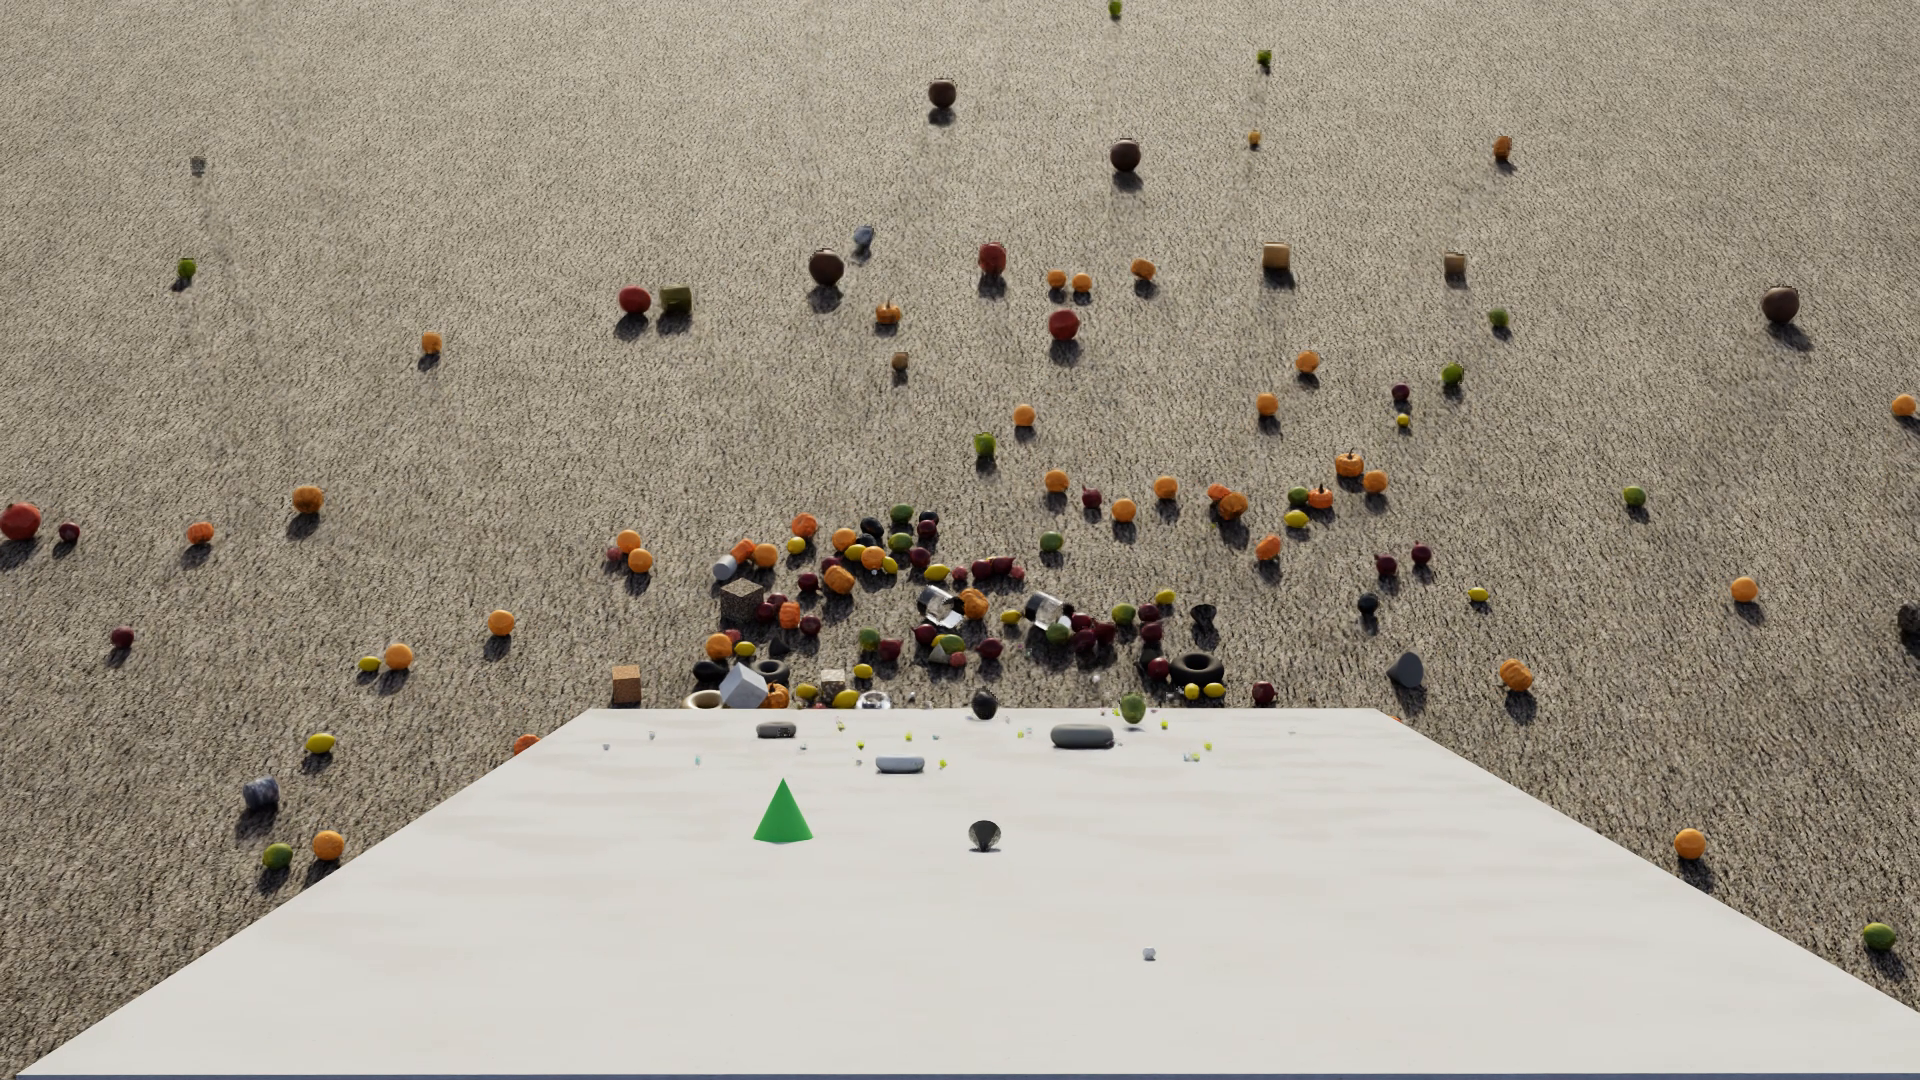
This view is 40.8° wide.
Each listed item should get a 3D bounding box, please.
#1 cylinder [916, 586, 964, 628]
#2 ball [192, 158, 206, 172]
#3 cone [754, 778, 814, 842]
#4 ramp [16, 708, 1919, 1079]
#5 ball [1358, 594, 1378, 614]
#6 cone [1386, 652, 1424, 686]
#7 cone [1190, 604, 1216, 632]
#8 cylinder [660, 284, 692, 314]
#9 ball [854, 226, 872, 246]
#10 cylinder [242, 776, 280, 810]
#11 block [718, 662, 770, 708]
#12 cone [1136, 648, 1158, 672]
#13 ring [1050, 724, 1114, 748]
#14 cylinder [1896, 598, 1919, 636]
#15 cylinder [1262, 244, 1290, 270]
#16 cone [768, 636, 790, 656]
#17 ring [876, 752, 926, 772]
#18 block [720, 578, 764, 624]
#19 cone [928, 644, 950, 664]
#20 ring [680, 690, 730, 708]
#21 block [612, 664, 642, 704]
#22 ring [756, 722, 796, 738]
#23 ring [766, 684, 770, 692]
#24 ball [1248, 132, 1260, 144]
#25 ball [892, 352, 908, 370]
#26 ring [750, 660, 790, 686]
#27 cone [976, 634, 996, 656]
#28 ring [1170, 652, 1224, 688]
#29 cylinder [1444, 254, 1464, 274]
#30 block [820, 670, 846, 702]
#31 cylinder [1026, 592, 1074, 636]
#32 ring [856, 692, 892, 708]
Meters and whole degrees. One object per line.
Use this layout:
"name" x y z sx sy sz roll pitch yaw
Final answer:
"cylinder" -0.054 0.186 7.170 0.094 0.094 0.094 -20 32 -35
"ball" -3.210 -1.581 10.869 0.056 0.056 0.056 0 26 0
"cone" -0.290 0.439 4.236 0.099 0.099 0.099 0 1 0
"ramp" 0.059 0.530 4.567 2.000 0.100 4.000 0 1 0
"ball" 1.142 0.180 7.224 0.057 0.057 0.057 0 26 0
"cone" 1.170 0.350 6.890 0.095 0.095 0.095 -20 4 -35
"cone" 0.678 0.230 7.149 0.075 0.075 0.075 -1 52 -2
"cylinder" -1.031 -0.875 9.365 0.094 0.094 0.094 -9 27 -18
"ball" -0.376 -1.177 10.010 0.076 0.076 0.076 0 26 0
"cylinder" -1.708 0.619 6.307 0.066 0.066 0.066 -19 32 -35
"block" -0.562 0.389 6.698 0.085 0.085 0.085 33 15 -27
"cone" 0.491 0.328 6.952 0.065 0.065 0.065 -20 6 -35
"ring" 0.267 0.429 5.661 0.140 0.047 0.140 1 0 0
"cylinder" 2.647 0.218 7.108 0.089 0.089 0.089 -20 32 -35
"cylinder" 1.198 -1.072 9.771 0.095 0.095 0.095 6 26 11
"cone" -0.483 0.294 7.025 0.057 0.057 0.057 18 17 -27
"ring" -0.120 0.448 5.194 0.100 0.033 0.100 1 0 0
"block" -0.609 0.170 7.212 0.086 0.086 0.086 21 33 37
"cone" -0.048 0.320 6.970 0.061 0.061 0.061 37 31 0
"ring" -0.656 0.439 6.699 0.149 0.050 0.149 -1 26 0
"block" -0.879 0.379 6.797 0.071 0.071 0.071 -5 26 -9
"ring" -0.420 0.432 5.883 0.093 0.031 0.093 -1 2 0
"ring" -0.544 0.397 6.808 0.087 0.029 0.087 0 24 0
"ball" 1.282 -1.750 11.221 0.055 0.055 0.055 0 26 0
"ball" -0.206 -0.612 8.858 0.061 0.061 0.061 0 26 0
"ring" -0.509 0.355 6.886 0.110 0.037 0.110 -1 26 0
"cone" 0.070 0.278 7.026 0.054 0.054 0.054 0 26 0
"ring" 0.632 0.348 6.889 0.148 0.049 0.148 -1 27 0
"cylinder" 1.866 -1.041 9.733 0.071 0.071 0.071 3 26 6
"block" -0.334 0.384 6.799 0.061 0.061 0.061 -2 26 -5
"cylinder" 0.248 0.202 7.135 0.095 0.095 0.095 -20 32 -36
"ring" -0.225 0.426 6.745 0.095 0.032 0.095 1 25 0
